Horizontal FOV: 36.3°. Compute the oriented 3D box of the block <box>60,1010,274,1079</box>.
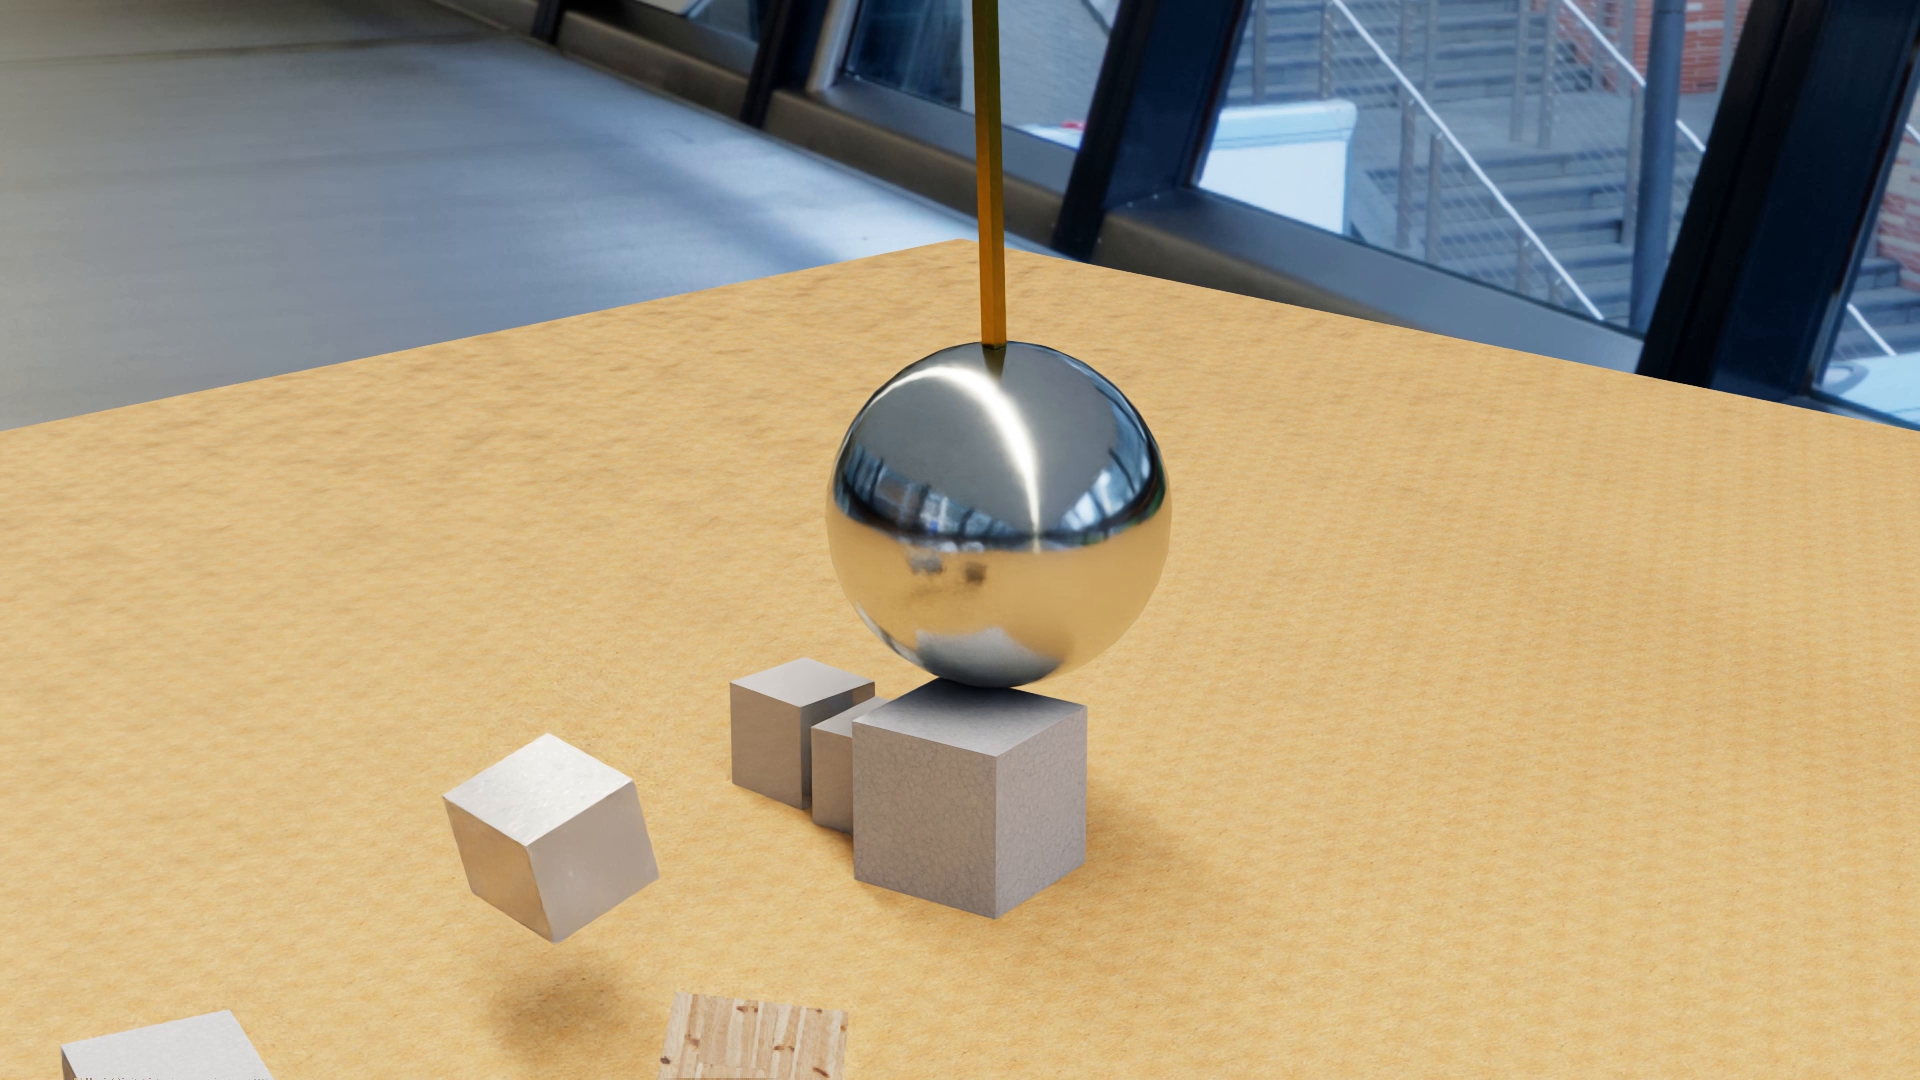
[{"bbox_3d":[-2.783,2.156,10.402,0.606,0.648,0.674,-9,20,-26],"label":"block"}]

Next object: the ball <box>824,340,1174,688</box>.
[{"bbox_3d":[0.178,-0.120,13.491,1.600,1.600,1.600,0,17,0],"label":"ball"}]

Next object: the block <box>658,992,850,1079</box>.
[{"bbox_3d":[-0.754,2.077,10.335,0.627,0.692,0.575,7,26,-2],"label":"block"}]

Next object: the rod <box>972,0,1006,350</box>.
[{"bbox_3d":[0.077,-3.331,12.376,0.080,5.200,0.080,17,26,42],"label":"rod"}]

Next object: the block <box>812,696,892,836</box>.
[{"bbox_3d":[-0.357,1.101,14.014,0.490,0.496,0.512,12,21,33],"label":"block"}]

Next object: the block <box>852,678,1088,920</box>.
[{"bbox_3d":[0.048,1.154,13.379,0.776,0.776,0.756,11,21,32],"label":"block"}]

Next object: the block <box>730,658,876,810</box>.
[{"bbox_3d":[-0.772,0.947,14.440,0.503,0.534,0.503,16,24,41],"label":"block"}]

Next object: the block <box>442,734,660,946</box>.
[{"bbox_3d":[-1.664,1.209,11.939,0.539,0.492,0.603,-31,35,-32],"label":"block"}]
